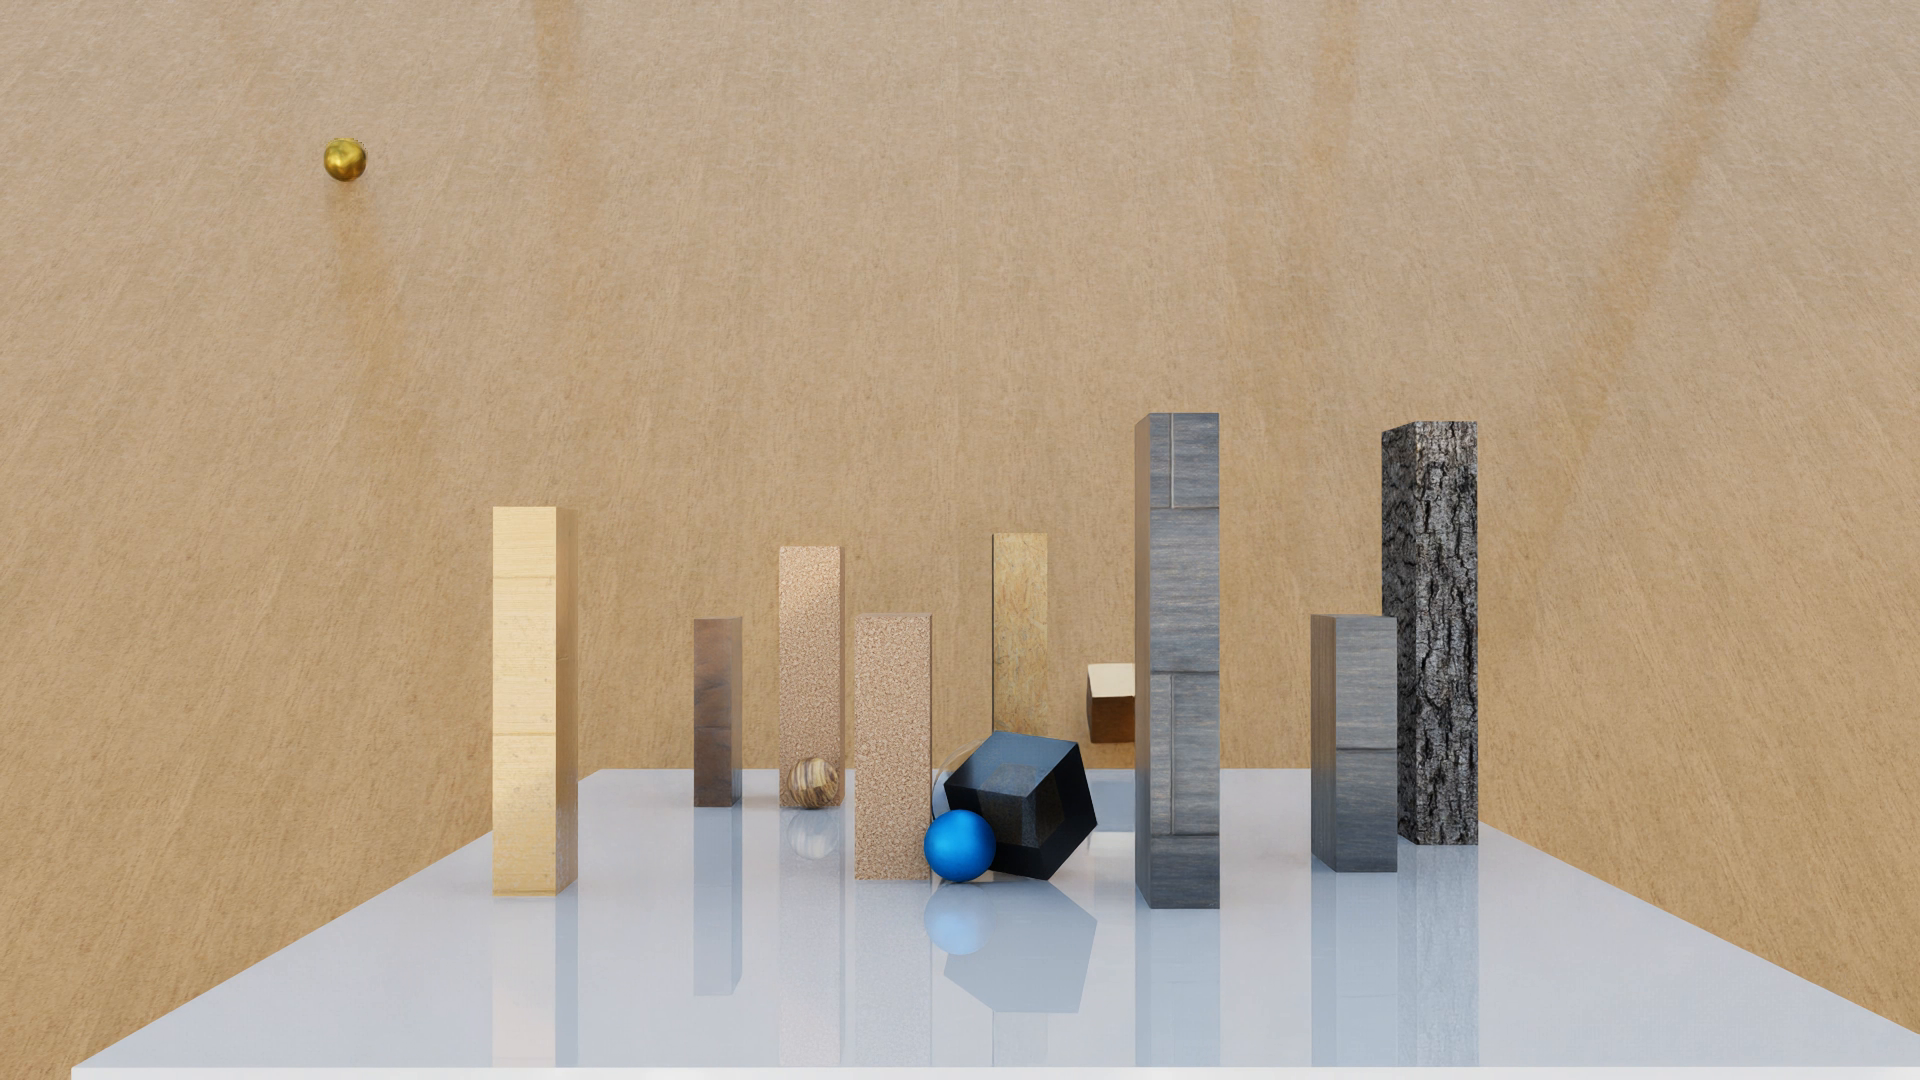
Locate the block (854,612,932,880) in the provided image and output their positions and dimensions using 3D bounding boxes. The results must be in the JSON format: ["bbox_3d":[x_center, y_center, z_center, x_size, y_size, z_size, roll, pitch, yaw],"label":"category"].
[{"bbox_3d":[-0.113,0.351,4.538,0.126,0.439,0.405,0,-1,0],"label":"block"}]

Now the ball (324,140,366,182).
[{"bbox_3d":[-2.390,-1.474,10.066,0.163,0.163,0.163,0,32,0],"label":"ball"}]

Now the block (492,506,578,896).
[{"bbox_3d":[-0.693,0.258,4.241,0.100,0.619,0.243,0,-1,0],"label":"block"}]

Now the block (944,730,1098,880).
[{"bbox_3d":[0.104,0.448,4.388,0.168,0.168,0.168,5,32,35],"label":"block"}]

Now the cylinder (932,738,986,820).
[{"bbox_3d":[0.054,0.467,4.635,0.210,0.210,0.210,0,-1,0],"label":"cylinder"}]

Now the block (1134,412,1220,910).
[{"bbox_3d":[0.344,0.186,4.135,0.106,0.759,0.344,0,-1,0],"label":"block"}]

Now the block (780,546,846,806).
[{"bbox_3d":[-0.329,0.300,5.806,0.132,0.568,0.269,0,-1,0],"label":"block"}]

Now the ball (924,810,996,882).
[{"bbox_3d":[0.000,0.508,4.301,0.120,0.120,0.120,0,32,0],"label":"ball"}]

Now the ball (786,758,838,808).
[{"bbox_3d":[-0.319,0.526,5.614,0.111,0.111,0.111,0,32,0],"label":"ball"}]

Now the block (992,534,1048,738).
[{"bbox_3d":[0.111,0.281,4.892,0.098,0.585,0.299,0,-1,0],"label":"block"}]

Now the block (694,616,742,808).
[{"bbox_3d":[-0.539,0.378,5.788,0.082,0.410,0.279,0,-1,0],"label":"block"}]

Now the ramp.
[{"bbox_3d":[0.070,0.622,4.707,2.000,0.100,4.000,0,-1,0],"label":"ramp"}]

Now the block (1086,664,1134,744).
[{"bbox_3d":[0.424,0.439,6.973,0.152,0.152,0.152,-1,32,-2],"label":"block"}]

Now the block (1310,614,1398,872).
[{"bbox_3d":[0.696,0.352,4.591,0.105,0.436,0.316,0,-1,0],"label":"block"}]

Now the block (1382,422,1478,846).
[{"bbox_3d":[0.916,0.177,5.069,0.116,0.797,0.394,0,-1,0],"label":"block"}]
